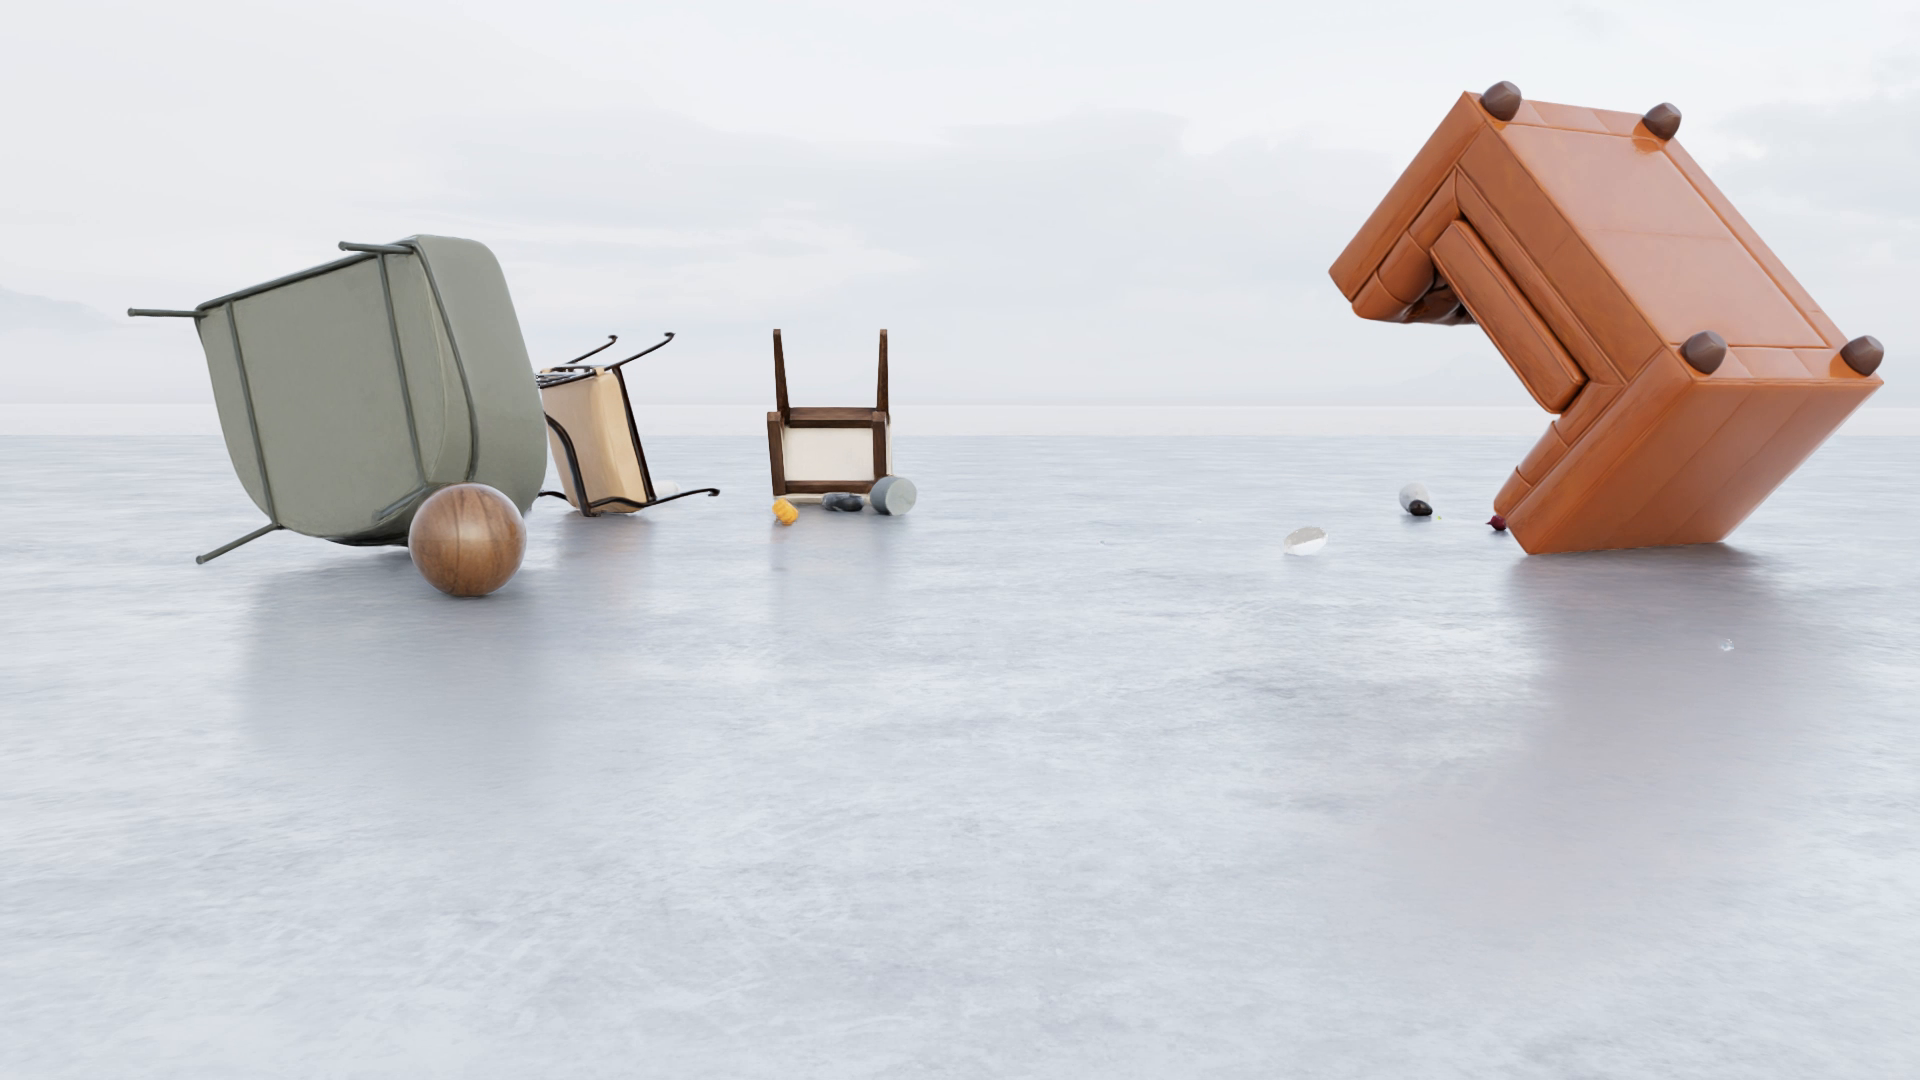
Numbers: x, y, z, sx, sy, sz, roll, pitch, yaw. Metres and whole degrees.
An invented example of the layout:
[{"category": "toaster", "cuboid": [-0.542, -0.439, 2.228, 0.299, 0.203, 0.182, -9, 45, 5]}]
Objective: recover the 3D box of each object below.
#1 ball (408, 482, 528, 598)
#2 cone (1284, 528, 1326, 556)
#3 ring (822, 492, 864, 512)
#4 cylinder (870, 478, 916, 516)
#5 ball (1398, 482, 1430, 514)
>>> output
[{"category": "ball", "cuboid": [-1.060, -0.001, 4.736, 0.250, 0.250, 0.250, 0, 4, 0]}, {"category": "cone", "cuboid": [0.916, 0.017, 6.024, 0.134, 0.073, 0.146, -16, -7, -18]}, {"category": "ring", "cuboid": [-0.434, -0.141, 8.160, 0.144, 0.062, 0.270, 0, 4, -19]}, {"category": "cylinder", "cuboid": [-0.240, -0.158, 7.901, 0.113, 0.134, 0.172, 28, -7, -20]}, {"category": "ball", "cuboid": [1.640, -0.152, 7.943, 0.112, 0.112, 0.112, 0, 4, 0]}]
